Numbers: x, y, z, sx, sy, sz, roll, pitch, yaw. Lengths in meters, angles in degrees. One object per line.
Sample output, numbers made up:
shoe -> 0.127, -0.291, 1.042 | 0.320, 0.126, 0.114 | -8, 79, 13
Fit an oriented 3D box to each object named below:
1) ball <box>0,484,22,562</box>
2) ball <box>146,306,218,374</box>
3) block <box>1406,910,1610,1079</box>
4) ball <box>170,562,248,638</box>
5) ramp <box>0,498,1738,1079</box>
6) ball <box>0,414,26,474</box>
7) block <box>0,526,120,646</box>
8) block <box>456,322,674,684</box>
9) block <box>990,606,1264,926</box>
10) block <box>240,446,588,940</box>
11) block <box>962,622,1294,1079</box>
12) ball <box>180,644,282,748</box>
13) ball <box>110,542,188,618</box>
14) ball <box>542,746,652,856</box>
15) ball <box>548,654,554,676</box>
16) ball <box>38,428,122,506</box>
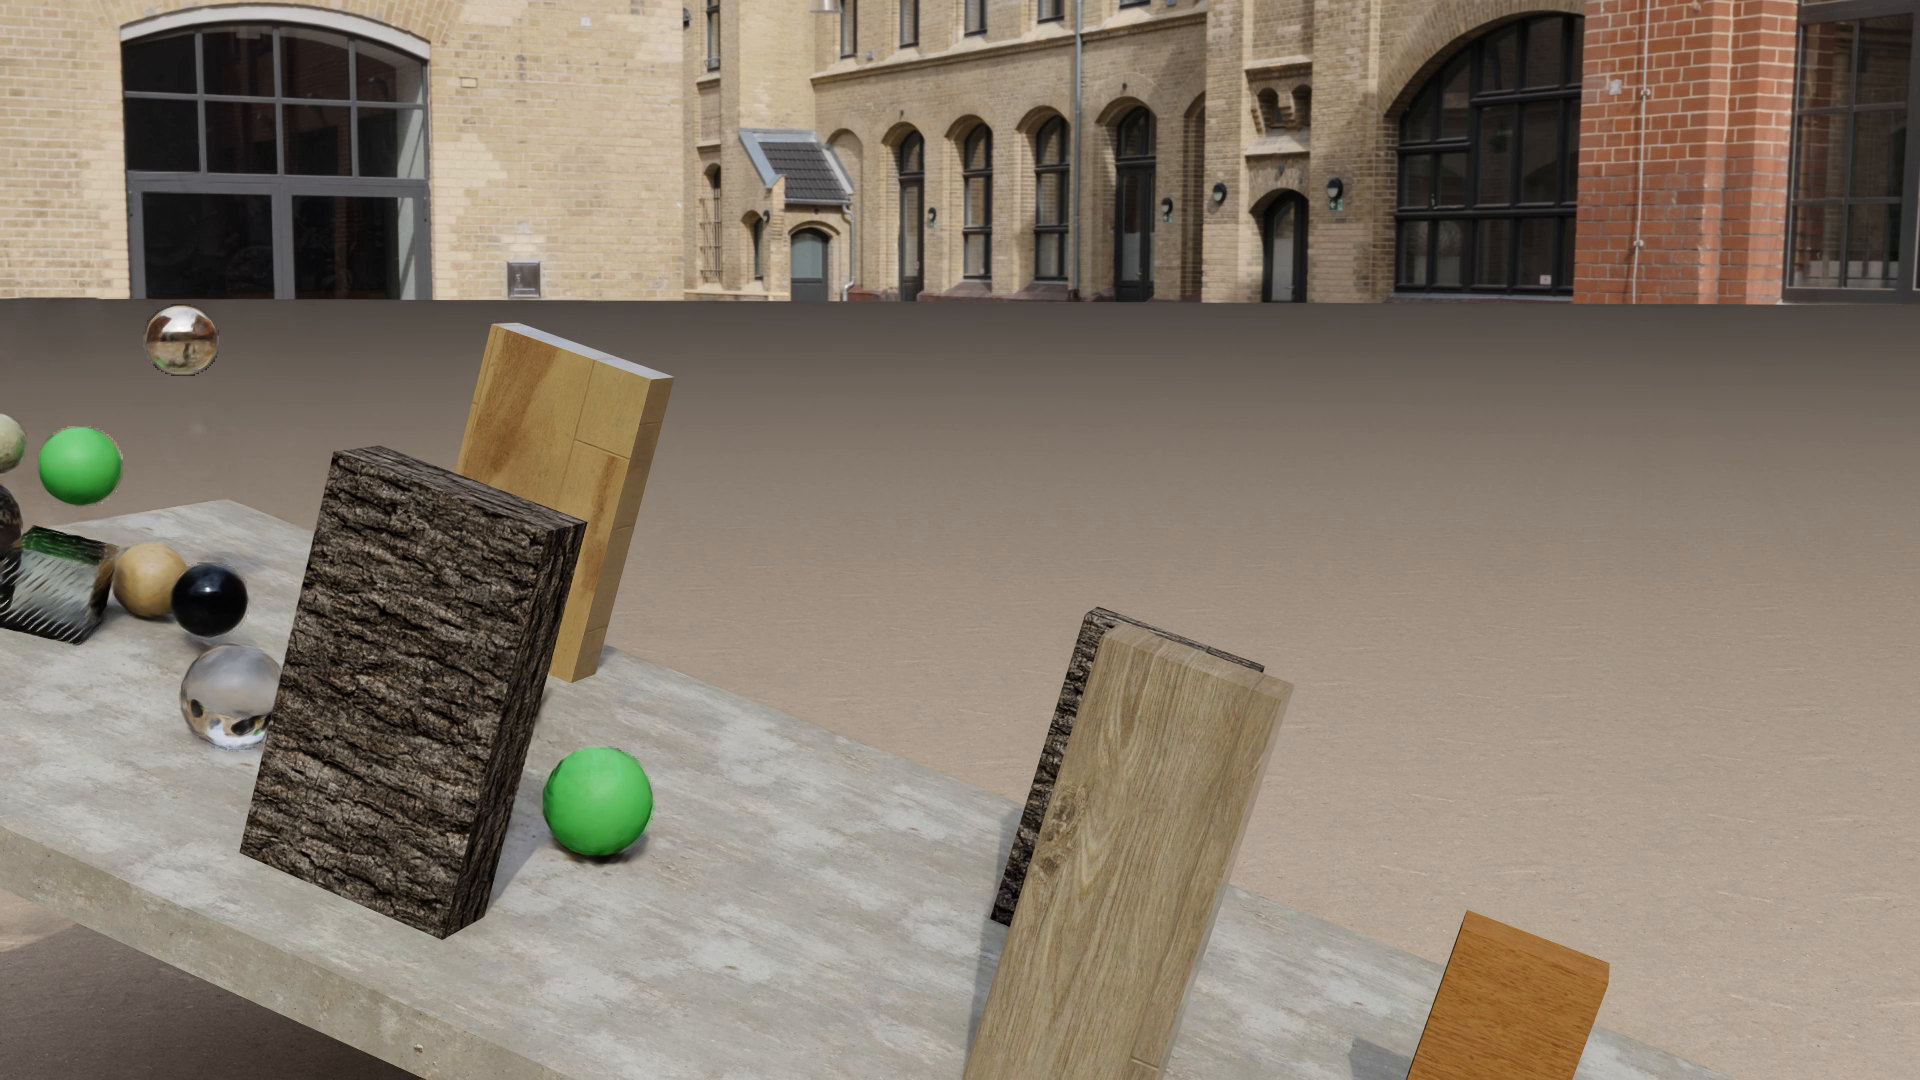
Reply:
ball -> -2.060, -0.036, 4.567 | 0.207, 0.207, 0.207 | 0, 7, 0
ball -> -1.572, -0.404, 4.441 | 0.138, 0.138, 0.138 | 0, 7, 0
block -> 0.908, 0.894, 3.751 | 0.250, 0.448, 0.113 | 20, 12, 14
ball -> -1.537, 0.123, 4.503 | 0.152, 0.152, 0.152 | 0, 7, 0
ramp -> -0.366, 0.703, 4.232 | 4.000, 0.100, 2.000 | 20, 12, 14
ball -> -2.010, -0.200, 4.564 | 0.133, 0.133, 0.133 | 0, 7, 0
block -> -1.812, 0.091, 4.414 | 0.168, 0.168, 0.168 | 15, 12, -10
block -> -0.956, -0.088, 5.056 | 0.410, 0.727, 0.124 | 20, 12, 14
block -> 0.324, 0.497, 4.298 | 0.347, 0.648, 0.103 | 20, 12, 14
block -> -0.902, 0.246, 3.612 | 0.395, 0.706, 0.137 | 20, 12, 14
block -> 0.270, 0.561, 3.572 | 0.299, 0.788, 0.137 | 20, 12, 14
ball -> -1.343, 0.289, 4.073 | 0.194, 0.194, 0.194 | 0, 7, 0
ball -> -1.702, 0.084, 4.625 | 0.158, 0.158, 0.158 | 0, 7, 0
ball -> -0.672, 0.484, 4.077 | 0.202, 0.202, 0.202 | 0, 7, 0
ball -> -0.978, 0.253, 4.749 | 0.195, 0.195, 0.195 | 0, 7, 0
ball -> -1.854, -0.156, 4.632 | 0.164, 0.164, 0.164 | 0, 7, 0
